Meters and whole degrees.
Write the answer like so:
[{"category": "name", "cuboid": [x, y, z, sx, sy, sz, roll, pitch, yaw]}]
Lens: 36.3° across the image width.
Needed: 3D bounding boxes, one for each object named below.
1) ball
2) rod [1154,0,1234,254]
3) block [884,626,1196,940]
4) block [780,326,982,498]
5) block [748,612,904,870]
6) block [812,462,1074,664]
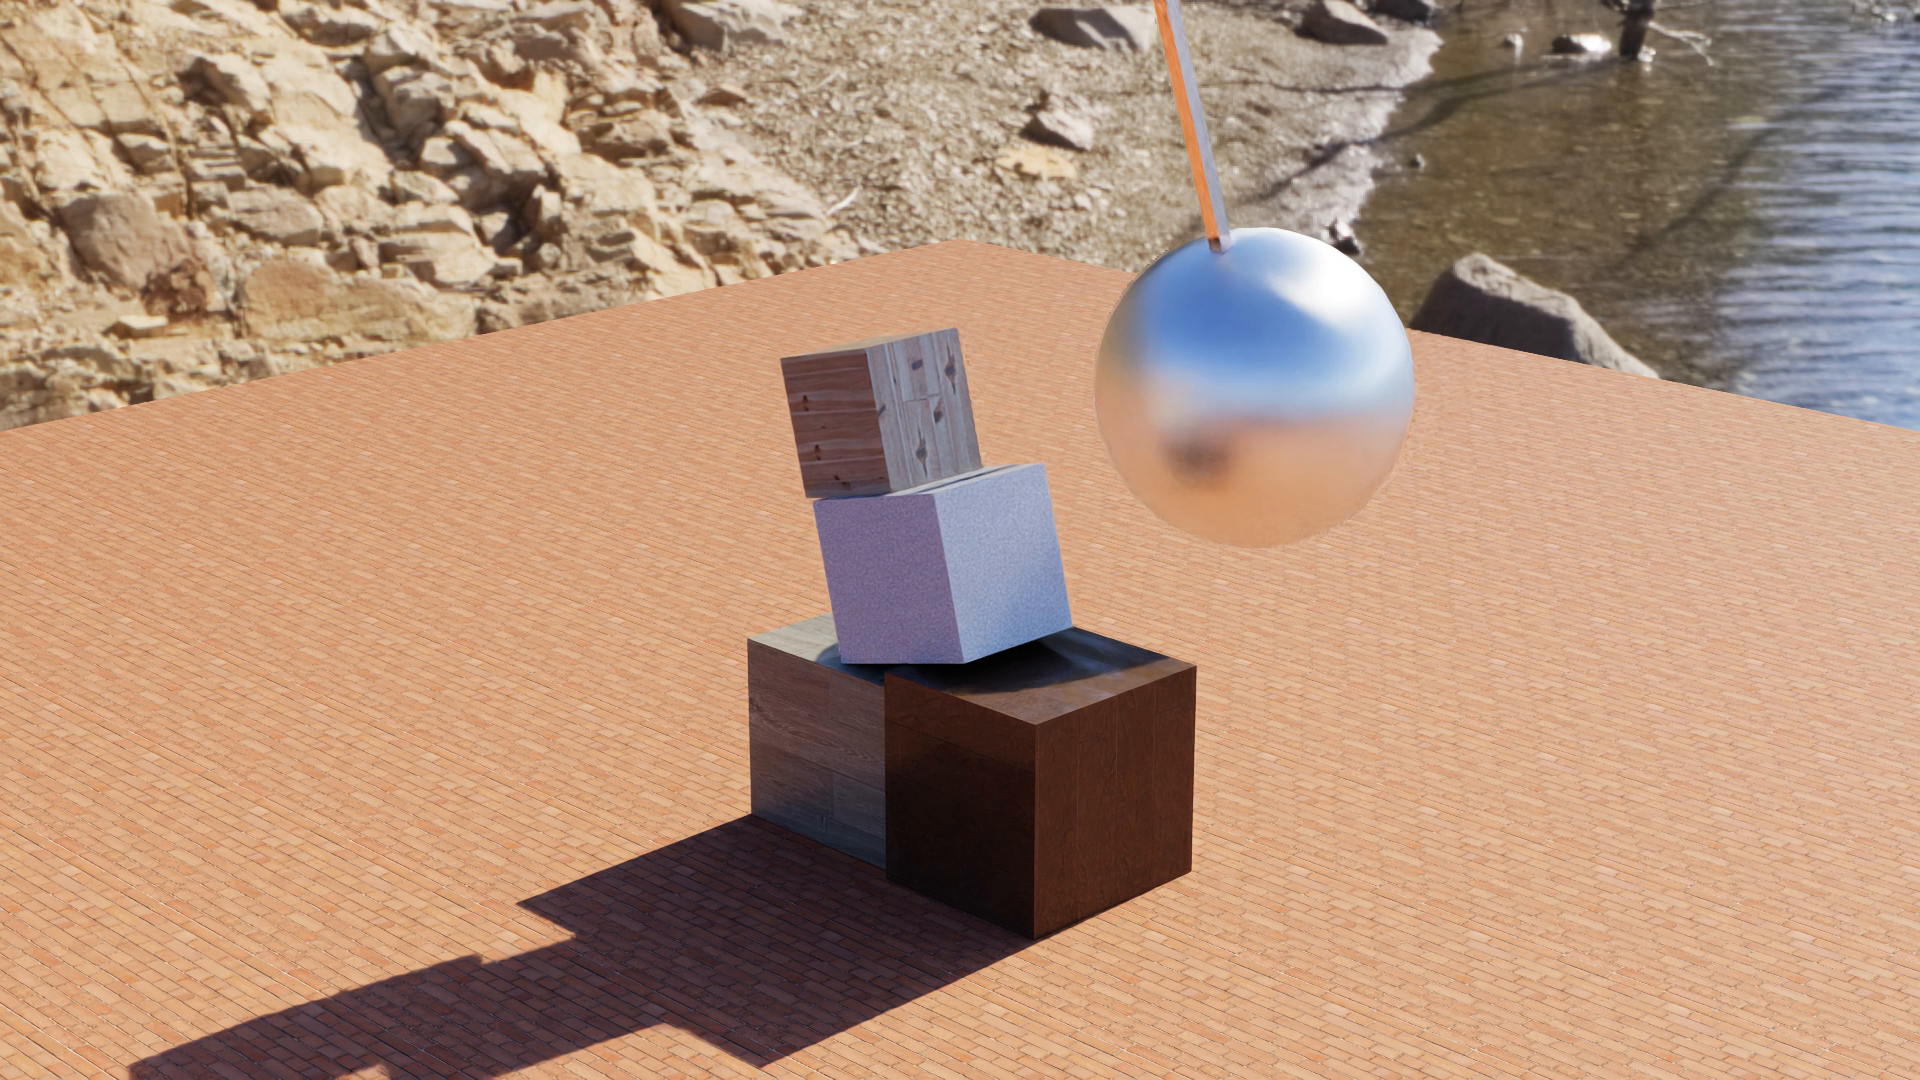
[{"category": "ball", "cuboid": [1.467, -0.757, 14.641, 1.600, 1.600, 1.600, 0, 17, 0]}, {"category": "rod", "cuboid": [0.636, -3.551, 12.892, 0.080, 5.200, 0.080, 17, 44, 42]}, {"category": "block", "cuboid": [0.364, 1.057, 13.298, 1.052, 1.009, 0.933, -17, 24, -42]}, {"category": "block", "cuboid": [-0.363, -0.585, 13.535, 0.580, 0.662, 0.596, -17, 10, -43]}, {"category": "block", "cuboid": [-0.333, 0.904, 13.976, 0.897, 0.896, 1.012, -17, 24, -42]}, {"category": "block", "cuboid": [-0.080, 0.109, 13.432, 0.706, 0.767, 0.824, -17, 10, -42]}]
